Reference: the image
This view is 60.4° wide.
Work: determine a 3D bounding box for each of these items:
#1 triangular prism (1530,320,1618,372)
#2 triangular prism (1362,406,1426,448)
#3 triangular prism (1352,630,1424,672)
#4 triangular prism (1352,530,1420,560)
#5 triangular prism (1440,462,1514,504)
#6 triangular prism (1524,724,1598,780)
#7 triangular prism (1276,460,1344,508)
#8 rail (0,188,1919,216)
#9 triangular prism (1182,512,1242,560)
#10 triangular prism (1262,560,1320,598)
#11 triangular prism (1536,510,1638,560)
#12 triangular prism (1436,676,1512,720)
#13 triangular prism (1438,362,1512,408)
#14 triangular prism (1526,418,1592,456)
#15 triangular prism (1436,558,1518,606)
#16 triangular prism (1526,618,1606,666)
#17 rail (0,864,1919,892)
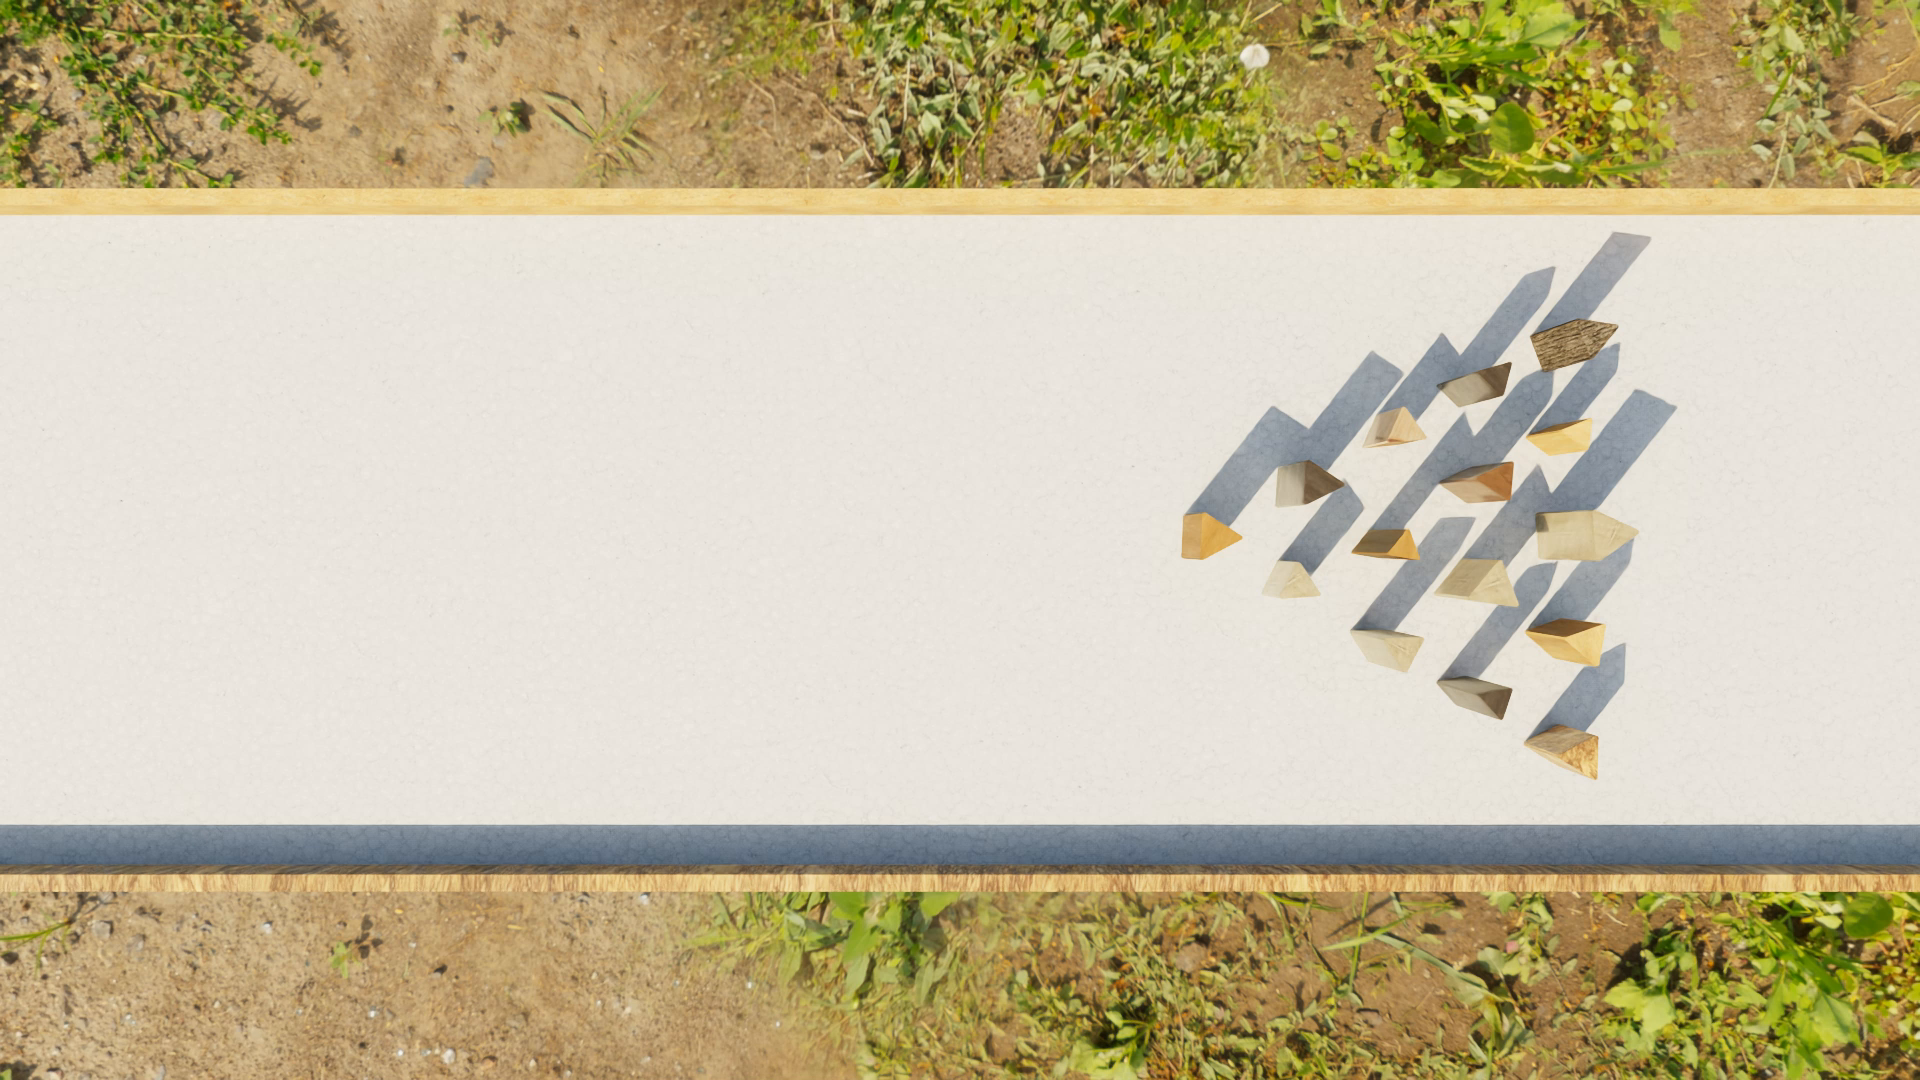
[{"bbox_3d":[1.795,-0.595,4.884,0.105,0.384,0.121,39,90,0],"label":"triangular prism"},{"bbox_3d":[1.290,-0.338,4.926,0.112,0.302,0.097,-6,90,0],"label":"triangular prism"},{"bbox_3d":[1.271,0.302,4.868,0.097,0.416,0.112,-32,90,0],"label":"triangular prism"},{"bbox_3d":[1.255,0.008,4.859,0.091,0.436,0.079,10,90,0],"label":"triangular prism"},{"bbox_3d":[1.547,-0.184,4.885,0.111,0.384,0.097,35,90,0],"label":"triangular prism"},{"bbox_3d":[1.817,0.614,4.925,0.127,0.303,0.110,32,90,0],"label":"triangular prism"},{"bbox_3d":[1.005,-0.177,4.863,0.125,0.426,0.108,-26,90,0],"label":"triangular prism"},{"bbox_3d":[-2.247,-1.025,5.002,12.000,0.150,0.050,0,90,0],"label":"rail"},{"bbox_3d":[0.716,-0.026,4.875,0.133,0.404,0.115,-28,90,0],"label":"triangular prism"},{"bbox_3d":[0.983,0.113,4.924,0.116,0.306,0.100,-4,90,0],"label":"triangular prism"},{"bbox_3d":[1.808,-0.033,4.847,0.142,0.460,0.123,-35,90,0],"label":"triangular prism"},{"bbox_3d":[1.528,0.446,4.864,0.082,0.424,0.095,-41,90,0],"label":"triangular prism"},{"bbox_3d":[1.532,-0.473,4.873,0.099,0.406,0.086,44,90,0],"label":"triangular prism"},{"bbox_3d":[1.803,-0.320,4.922,0.094,0.308,0.081,38,90,0],"label":"triangular prism"},{"bbox_3d":[1.540,0.118,4.902,0.143,0.349,0.123,9,90,0],"label":"triangular prism"},{"bbox_3d":[1.819,0.283,4.907,0.123,0.339,0.107,41,90,0],"label":"triangular prism"},{"bbox_3d":[-2.247,1.025,5.001,12.000,0.150,0.050,0,90,0],"label":"rail"}]
